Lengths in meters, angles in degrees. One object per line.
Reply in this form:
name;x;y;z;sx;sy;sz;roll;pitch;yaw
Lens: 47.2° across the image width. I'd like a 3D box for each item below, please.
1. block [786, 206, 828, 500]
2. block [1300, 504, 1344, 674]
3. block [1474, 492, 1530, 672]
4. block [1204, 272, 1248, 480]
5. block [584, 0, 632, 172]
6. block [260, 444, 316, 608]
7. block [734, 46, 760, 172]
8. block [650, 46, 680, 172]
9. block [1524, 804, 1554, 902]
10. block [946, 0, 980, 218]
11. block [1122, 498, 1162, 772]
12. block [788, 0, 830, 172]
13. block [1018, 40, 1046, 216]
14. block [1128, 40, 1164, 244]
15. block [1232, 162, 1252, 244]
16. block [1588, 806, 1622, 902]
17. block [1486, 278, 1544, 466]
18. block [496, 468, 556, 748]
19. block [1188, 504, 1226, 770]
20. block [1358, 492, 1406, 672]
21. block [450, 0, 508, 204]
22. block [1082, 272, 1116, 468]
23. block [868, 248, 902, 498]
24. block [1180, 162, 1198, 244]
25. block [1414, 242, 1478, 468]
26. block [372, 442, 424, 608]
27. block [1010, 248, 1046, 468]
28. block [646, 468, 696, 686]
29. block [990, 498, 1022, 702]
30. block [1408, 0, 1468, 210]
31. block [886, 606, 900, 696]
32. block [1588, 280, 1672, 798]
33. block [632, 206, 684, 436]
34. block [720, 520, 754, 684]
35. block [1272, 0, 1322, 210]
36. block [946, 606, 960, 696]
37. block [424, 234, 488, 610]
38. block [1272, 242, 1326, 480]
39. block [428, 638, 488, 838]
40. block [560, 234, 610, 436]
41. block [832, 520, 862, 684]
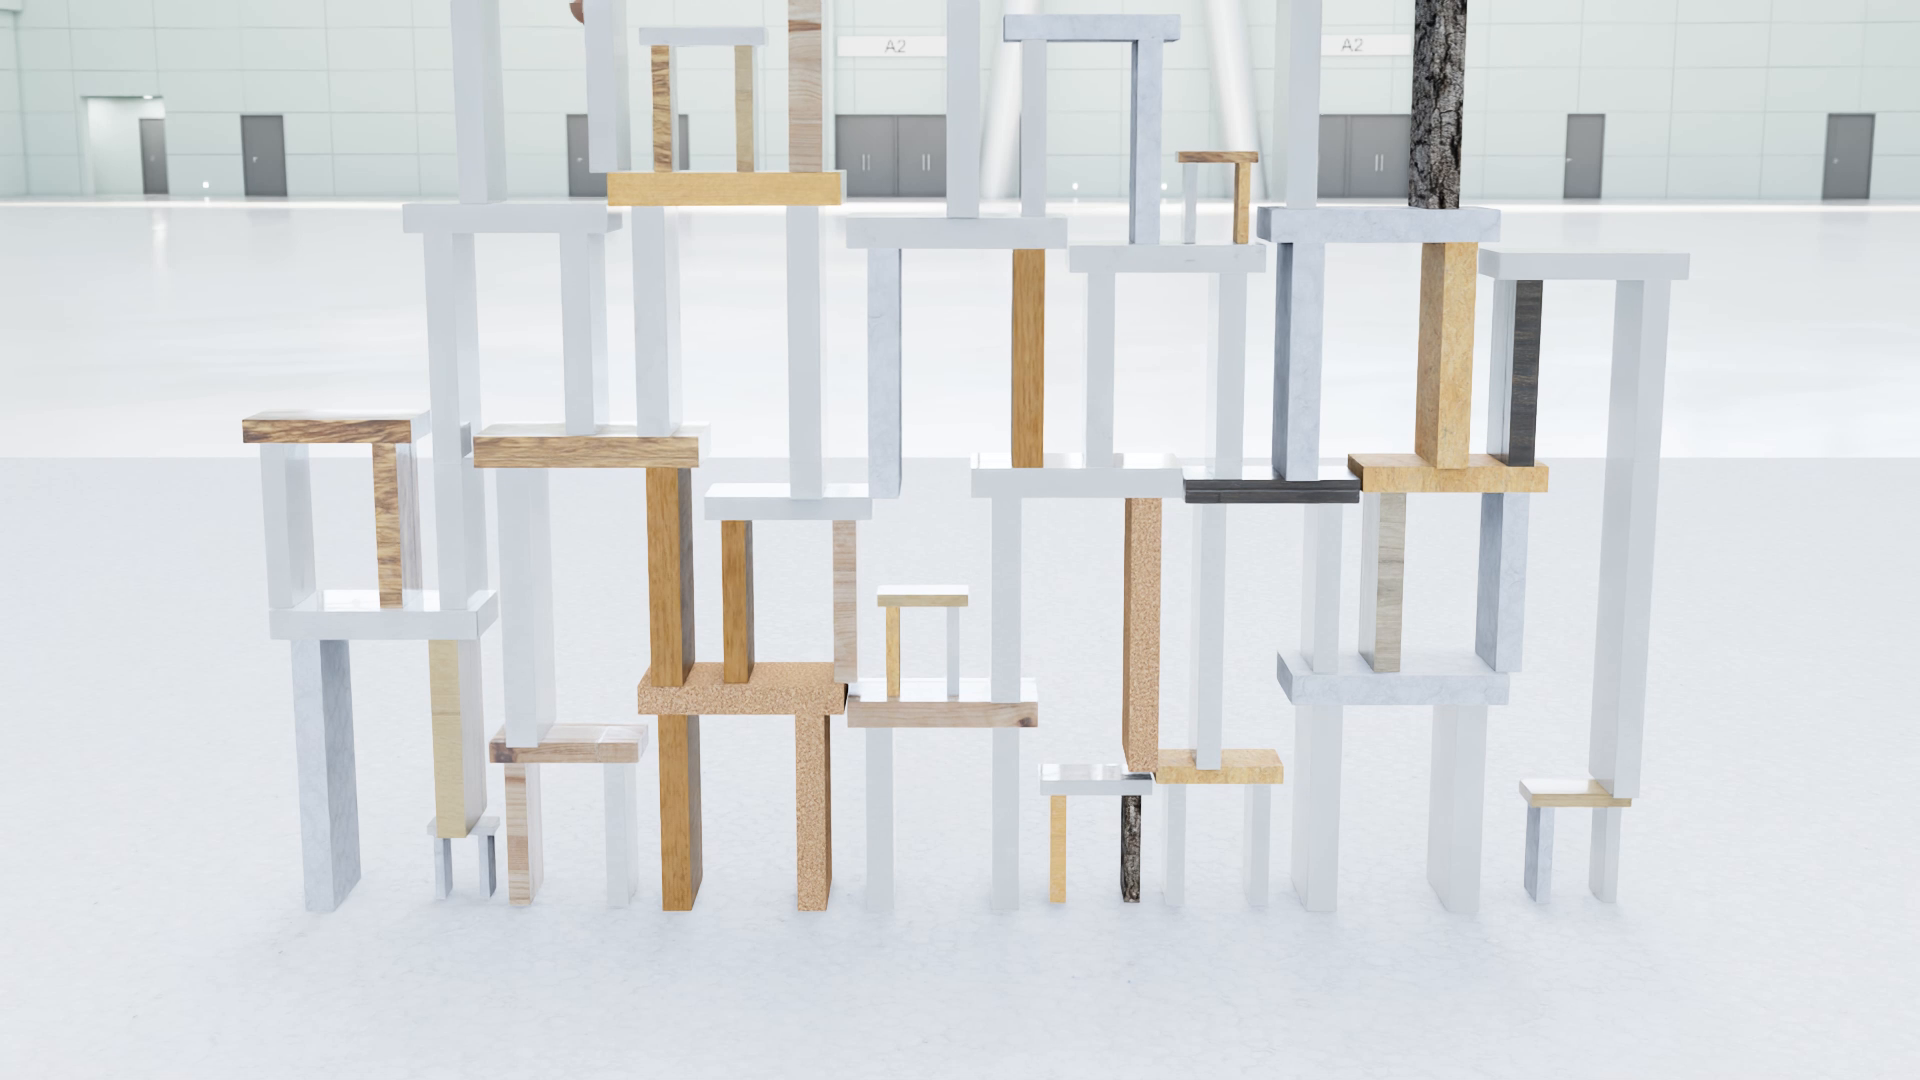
block;-0.242;-0.304;3.502;0.051;0.457;0.179;0;11;0
block;0.586;0.065;3.568;0.039;0.275;0.138;0;11;0
block;0.881;0.055;3.574;0.041;0.293;0.146;0;11;0
block;0.424;-0.269;3.512;0.043;0.324;0.152;0;11;0
block;-0.549;-0.728;3.425;0.043;0.303;0.152;0;11;0
block;-1.085;-0.034;3.555;0.038;0.265;0.133;0;11;0
block;-0.333;-0.674;3.437;0.027;0.192;0.096;0;11;0
block;-0.460;-0.673;3.437;0.027;0.192;0.096;0;11;0
block;0.961;0.510;3.651;0.023;0.164;0.082;0;11;0
block;0.005;-0.721;3.422;0.051;0.426;0.179;0;11;0
block;0.295;0.138;3.582;0.047;0.447;0.166;0;11;0
block;-0.235;-0.755;3.416;0.051;0.358;0.179;0;11;0
block;0.114;-0.643;3.441;0.038;0.267;0.134;0;11;0
block;0.291;-0.623;3.445;0.038;0.310;0.134;0;11;0
block;0.444;-0.532;3.465;0.018;0.124;0.062;1;11;0
block;1.071;0.510;3.651;0.023;0.164;0.082;0;10;0
block;0.885;-0.273;3.513;0.042;0.293;0.147;0;11;0
block;-0.705;0.094;3.581;0.050;0.454;0.177;0;11;0
block;0.402;0.144;3.582;0.039;0.436;0.138;0;11;0
block;0.685;0.055;3.574;0.041;0.293;0.146;0;11;0
block;-0.751;-0.705;3.431;0.043;0.352;0.152;0;11;0
block;0.220;-0.278;3.509;0.043;0.304;0.152;0;11;0
block;-0.119;-0.273;3.513;0.048;0.391;0.171;0;11;0
block;0.361;-0.532;3.466;0.018;0.124;0.062;1;11;0
block;0.773;-0.301;3.502;0.050;0.352;0.176;0;11;0
block;-0.908;-0.034;3.555;0.038;0.266;0.133;0;11;0
block;0.108;-0.297;3.508;0.048;0.342;0.171;0;11;0
block;-0.469;0.044;3.573;0.050;0.354;0.177;0;10;0
block;0.074;0.082;3.573;0.047;0.333;0.167;0;10;0
block;0.745;-0.686;3.432;0.047;0.330;0.165;0;11;0
block;-0.109;0.173;3.592;0.021;0.147;0.073;0;11;0
block;1.082;-0.006;3.562;0.042;0.837;0.147;0;11;0
block;-0.480;-0.353;3.493;0.051;0.357;0.179;0;11;0
block;-0.361;0.088;3.579;0.038;0.266;0.133;0;11;0
block;0.525;-0.686;3.432;0.047;0.330;0.165;0;11;0
block;-0.011;0.173;3.592;0.021;0.147;0.073;0;11;0
block;-0.807;-0.196;3.526;0.045;0.594;0.158;0;11;0
block;0.538;-0.291;3.504;0.050;0.371;0.176;0;11;0
block;-0.823;0.306;3.611;0.047;0.329;0.165;0;11;0
block;-0.597;-0.333;3.501;0.045;0.315;0.158;0;11;0
block;-0.184;0.087;3.580;0.038;0.266;0.133;0;11;0
